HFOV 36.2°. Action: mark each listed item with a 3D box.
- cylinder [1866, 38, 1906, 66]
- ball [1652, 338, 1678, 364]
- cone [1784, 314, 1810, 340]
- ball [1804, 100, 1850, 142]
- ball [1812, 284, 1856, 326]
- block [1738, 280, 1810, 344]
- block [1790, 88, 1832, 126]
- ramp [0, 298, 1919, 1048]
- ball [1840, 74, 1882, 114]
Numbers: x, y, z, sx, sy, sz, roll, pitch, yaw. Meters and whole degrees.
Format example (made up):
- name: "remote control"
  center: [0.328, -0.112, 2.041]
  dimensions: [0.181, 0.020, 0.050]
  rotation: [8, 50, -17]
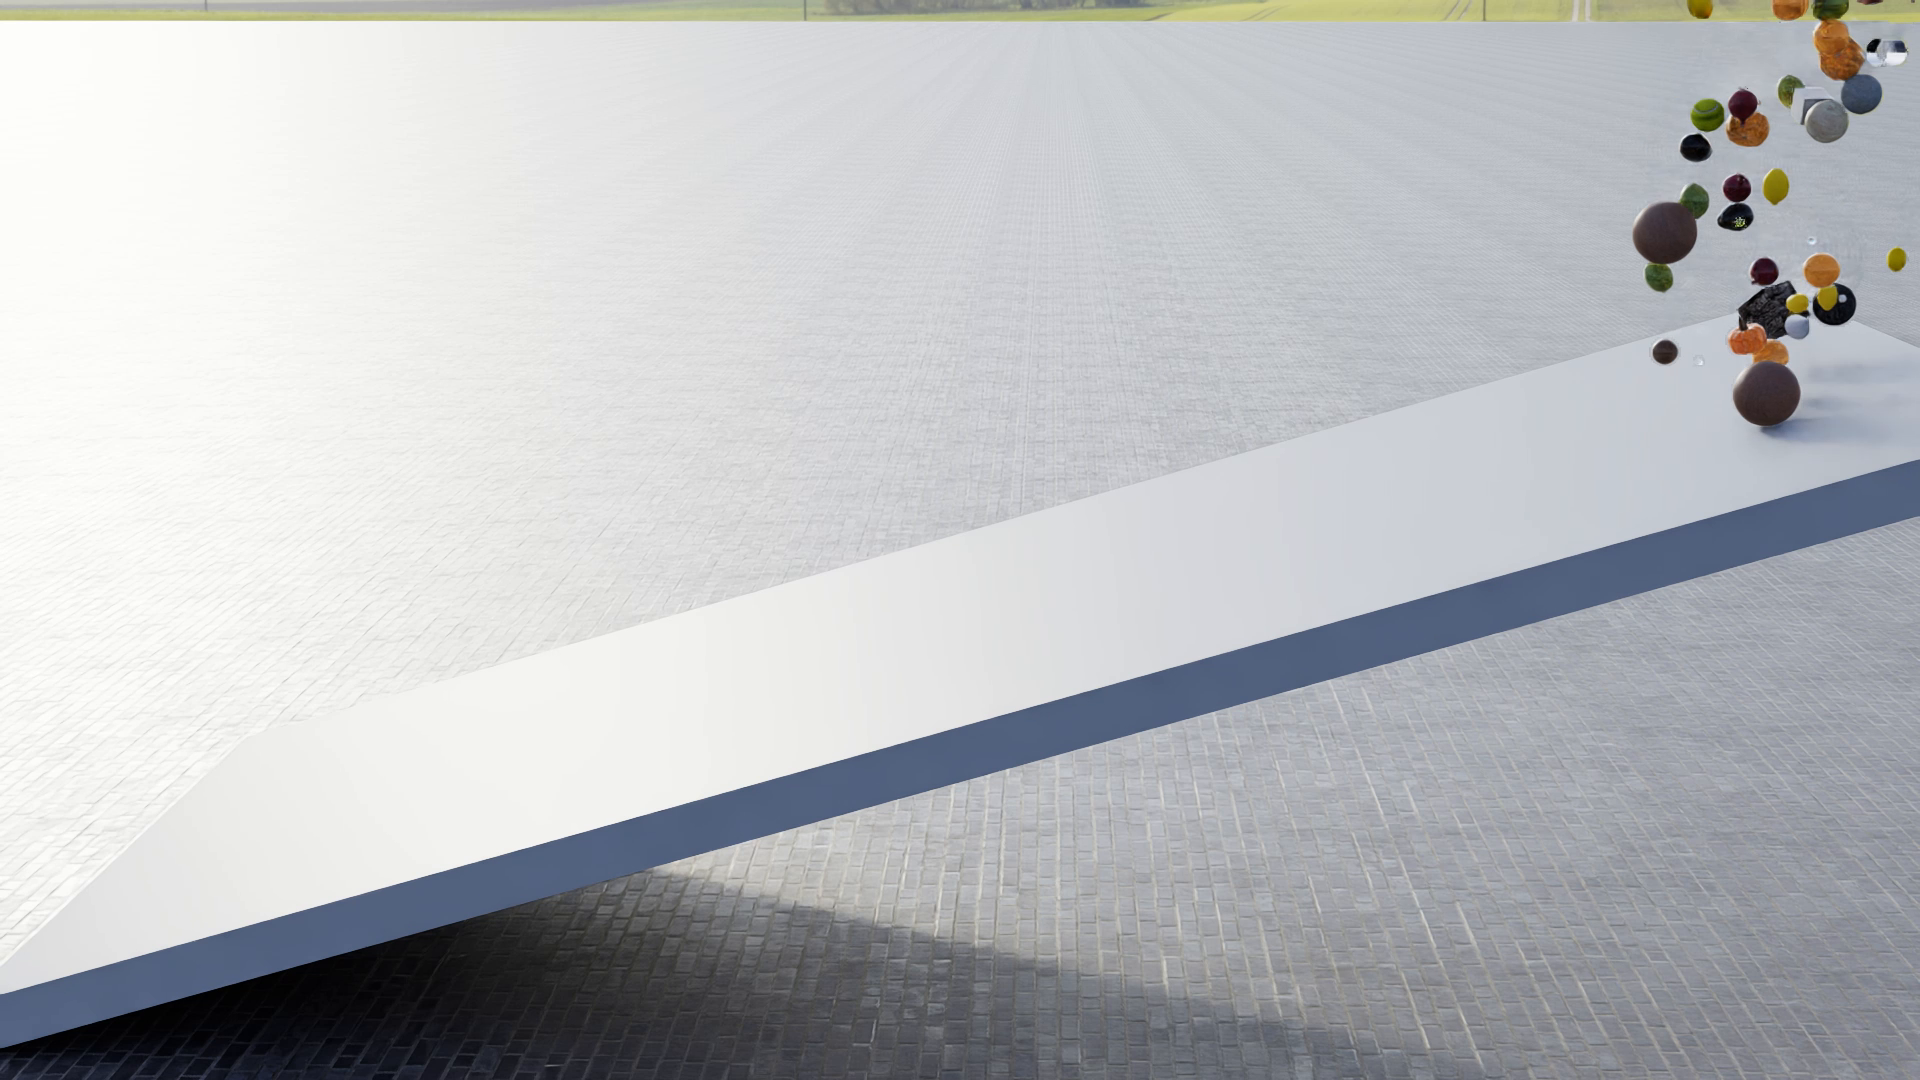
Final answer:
- name: "cylinder"
  center: [1.947, -1.025, 6.182]
  dimensions: [0.057, 0.057, 0.057]
  rotation: [-7, 13, -30]
- name: "ball"
  center: [1.489, -0.398, 6.214]
  dimensions: [0.055, 0.055, 0.055]
  rotation: [0, 11, 0]
- name: "cone"
  center: [1.714, -0.441, 5.978]
  dimensions: [0.054, 0.054, 0.054]
  rotation: [-2, -12, -11]
- name: "ball"
  center: [1.782, -0.861, 6.045]
  dimensions: [0.088, 0.088, 0.088]
  rotation: [0, 11, 0]
- name: "ball"
  center: [1.855, -0.500, 6.239]
  dimensions: [0.090, 0.090, 0.090]
  rotation: [0, 11, 0]
- name: "block"
  center: [1.745, -0.488, 6.307]
  dimensions: [0.089, 0.089, 0.089]
  rotation: [-17, -18, -35]
- name: "block"
  center: [1.767, -0.900, 6.106]
  dimensions: [0.059, 0.059, 0.059]
  rotation: [-3, 31, -5]
- name: "ramp"
  center: [0.090, 0.187, 6.320]
  dimensions: [4.000, 0.100, 2.000]
  rotation: [-16, 10, 5]
- name: "ball"
  center: [1.836, -0.909, 5.991]
  dimensions: [0.082, 0.082, 0.082]
  rotation: [0, 11, 0]
